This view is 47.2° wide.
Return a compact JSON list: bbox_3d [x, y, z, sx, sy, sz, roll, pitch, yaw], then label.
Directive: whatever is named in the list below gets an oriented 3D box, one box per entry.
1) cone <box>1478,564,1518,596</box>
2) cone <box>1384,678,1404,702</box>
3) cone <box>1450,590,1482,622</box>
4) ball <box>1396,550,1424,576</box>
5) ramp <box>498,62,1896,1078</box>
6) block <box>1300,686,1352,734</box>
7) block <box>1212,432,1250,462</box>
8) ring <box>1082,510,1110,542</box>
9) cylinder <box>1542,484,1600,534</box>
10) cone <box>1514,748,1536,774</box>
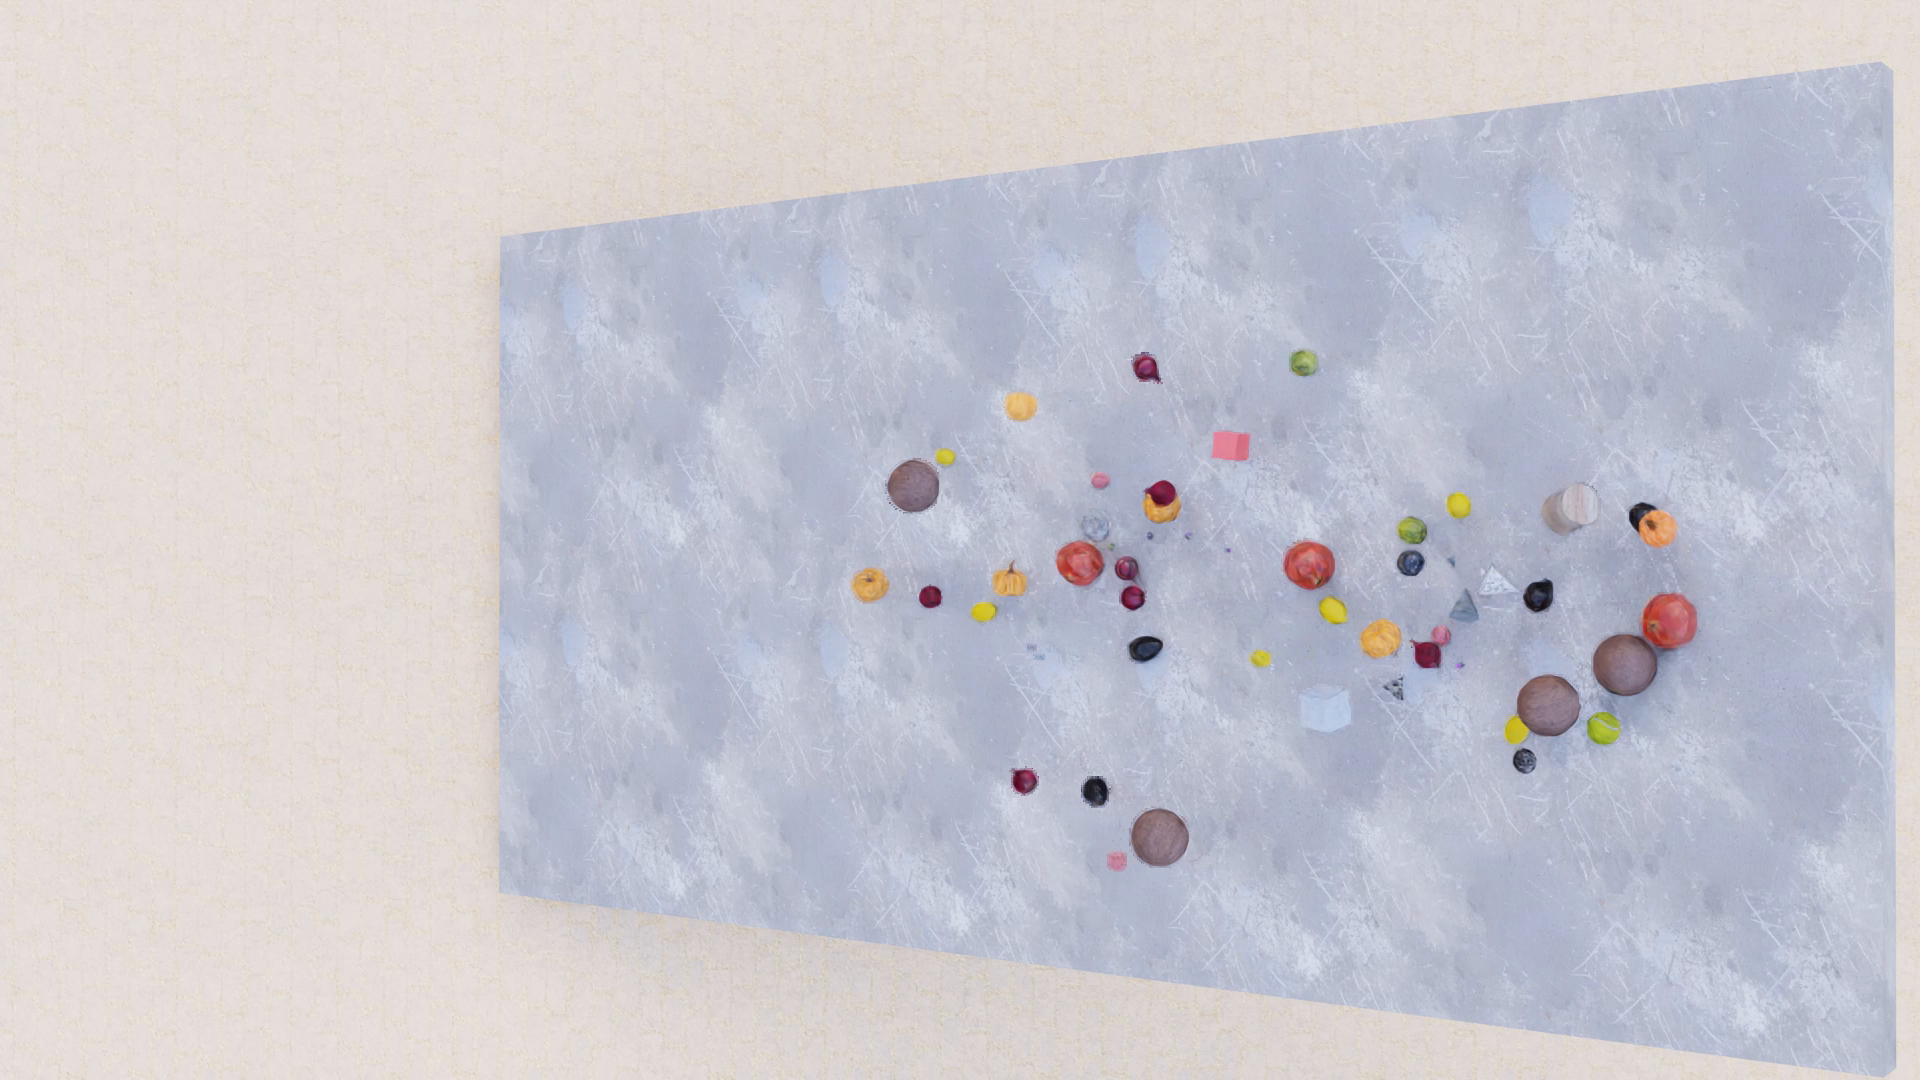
[{"bbox_3d":[1.178,0.100,4.775,0.078,0.078,0.078,21,90,7],"label":"cone"},{"bbox_3d":[0.973,0.339,4.894,0.051,0.051,0.051,-22,76,0],"label":"cone"},{"bbox_3d":[1.105,0.135,4.807,0.067,0.067,0.067,3,60,0],"label":"cone"},{"bbox_3d":[0.989,0.050,4.824,0.060,0.060,0.060,0,90,0],"label":"ball"},{"bbox_3d":[0.235,0.066,5.555,4.000,0.100,2.000,0,89,36],"label":"ramp"},{"bbox_3d":[0.803,0.371,4.825,0.075,0.075,0.075,-17,106,-32],"label":"block"},{"bbox_3d":[0.636,-0.220,5.161,0.062,0.062,0.062,8,94,36],"label":"block"},{"bbox_3d":[0.334,-0.036,5.405,0.080,0.027,0.080,0,91,37],"label":"ring"},{"bbox_3d":[1.274,-0.064,4.590,0.085,0.085,0.085,4,75,-14],"label":"cylinder"},{"bbox_3d":[1.207,0.479,4.740,0.053,0.053,0.053,0,89,36],"label":"cone"}]
